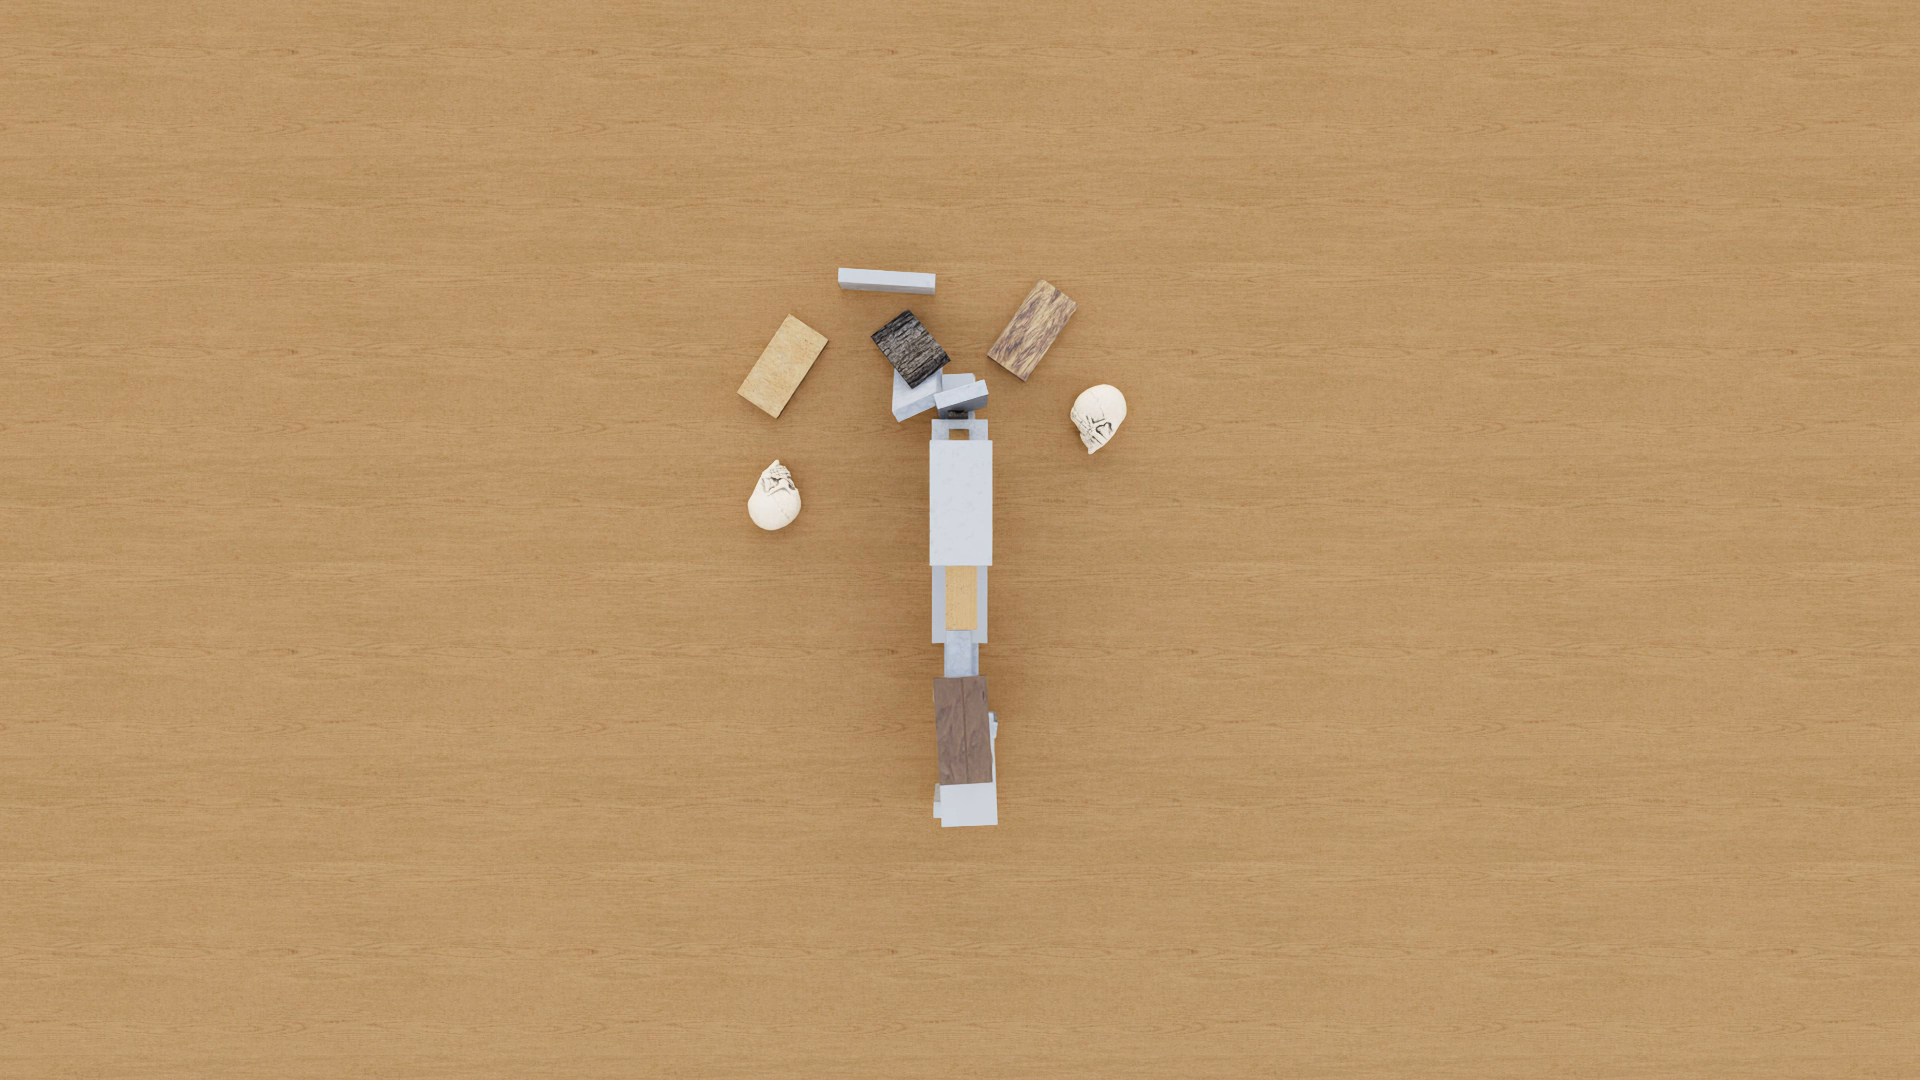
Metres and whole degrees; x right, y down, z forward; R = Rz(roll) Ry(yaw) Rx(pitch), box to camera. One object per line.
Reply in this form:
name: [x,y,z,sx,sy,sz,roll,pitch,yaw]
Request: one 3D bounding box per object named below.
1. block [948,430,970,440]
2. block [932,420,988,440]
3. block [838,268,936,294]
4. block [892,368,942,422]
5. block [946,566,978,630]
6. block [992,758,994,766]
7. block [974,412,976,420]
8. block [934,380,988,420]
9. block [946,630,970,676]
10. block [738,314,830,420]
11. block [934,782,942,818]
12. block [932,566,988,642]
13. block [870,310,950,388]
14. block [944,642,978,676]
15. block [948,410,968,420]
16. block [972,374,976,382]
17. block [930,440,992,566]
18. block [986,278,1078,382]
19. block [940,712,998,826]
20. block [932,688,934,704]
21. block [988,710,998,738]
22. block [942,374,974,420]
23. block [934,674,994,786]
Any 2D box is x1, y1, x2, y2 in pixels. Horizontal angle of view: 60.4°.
block: [-0.003,-0.306,5.047,0.062,0.123,0.017,0,118,0]
block: [-0.001,-0.200,5.130,0.173,0.049,0.346,0,90,0]
block: [-0.237,-0.850,5.422,0.313,0.157,0.044,4,90,0]
block: [-0.136,-0.510,5.340,0.157,0.313,0.044,-23,122,15]
block: [0.004,0.172,4.906,0.095,0.027,0.190,0,90,0]
block: [0.018,0.650,4.951,0.154,0.309,0.044,14,90,0]
block: [0.002,-0.387,5.402,0.098,0.195,0.028,0,104,0]
block: [0.003,-0.426,5.053,0.155,0.445,0.044,-17,90,0]
block: [-0.003,0.343,4.957,0.071,0.020,0.142,0,90,0]
block: [-0.587,-0.576,5.478,0.157,0.044,0.313,34,90,0]
block: [0.004,0.839,5.327,0.173,0.346,0.049,0,91,0]
block: [-0.001,0.148,5.134,0.171,0.048,0.342,0,90,0]
block: [-0.163,-0.625,5.371,0.155,0.310,0.044,-37,132,0]
block: [0.004,0.431,5.267,0.109,0.031,0.218,0,90,0]
block: [-0.006,-0.382,5.128,0.062,0.295,0.017,-1,90,0]
block: [0.000,-0.525,5.401,0.098,0.195,0.028,-1,99,0]
block: [0.003,-0.106,4.725,0.178,0.050,0.356,0,90,0]
block: [0.241,-0.696,5.478,0.155,0.044,0.310,35,90,0]
block: [0.023,0.712,5.129,0.173,0.049,0.346,-2,90,0]
block: [-0.002,0.462,5.023,0.154,0.455,0.044,0,88,0]
block: [0.029,0.585,5.327,0.173,0.346,0.049,7,90,0]
block: [-0.004,-0.433,5.290,0.098,0.028,0.195,-3,90,0]
block: [0.009,0.549,4.774,0.154,0.044,0.309,-4,90,0]
